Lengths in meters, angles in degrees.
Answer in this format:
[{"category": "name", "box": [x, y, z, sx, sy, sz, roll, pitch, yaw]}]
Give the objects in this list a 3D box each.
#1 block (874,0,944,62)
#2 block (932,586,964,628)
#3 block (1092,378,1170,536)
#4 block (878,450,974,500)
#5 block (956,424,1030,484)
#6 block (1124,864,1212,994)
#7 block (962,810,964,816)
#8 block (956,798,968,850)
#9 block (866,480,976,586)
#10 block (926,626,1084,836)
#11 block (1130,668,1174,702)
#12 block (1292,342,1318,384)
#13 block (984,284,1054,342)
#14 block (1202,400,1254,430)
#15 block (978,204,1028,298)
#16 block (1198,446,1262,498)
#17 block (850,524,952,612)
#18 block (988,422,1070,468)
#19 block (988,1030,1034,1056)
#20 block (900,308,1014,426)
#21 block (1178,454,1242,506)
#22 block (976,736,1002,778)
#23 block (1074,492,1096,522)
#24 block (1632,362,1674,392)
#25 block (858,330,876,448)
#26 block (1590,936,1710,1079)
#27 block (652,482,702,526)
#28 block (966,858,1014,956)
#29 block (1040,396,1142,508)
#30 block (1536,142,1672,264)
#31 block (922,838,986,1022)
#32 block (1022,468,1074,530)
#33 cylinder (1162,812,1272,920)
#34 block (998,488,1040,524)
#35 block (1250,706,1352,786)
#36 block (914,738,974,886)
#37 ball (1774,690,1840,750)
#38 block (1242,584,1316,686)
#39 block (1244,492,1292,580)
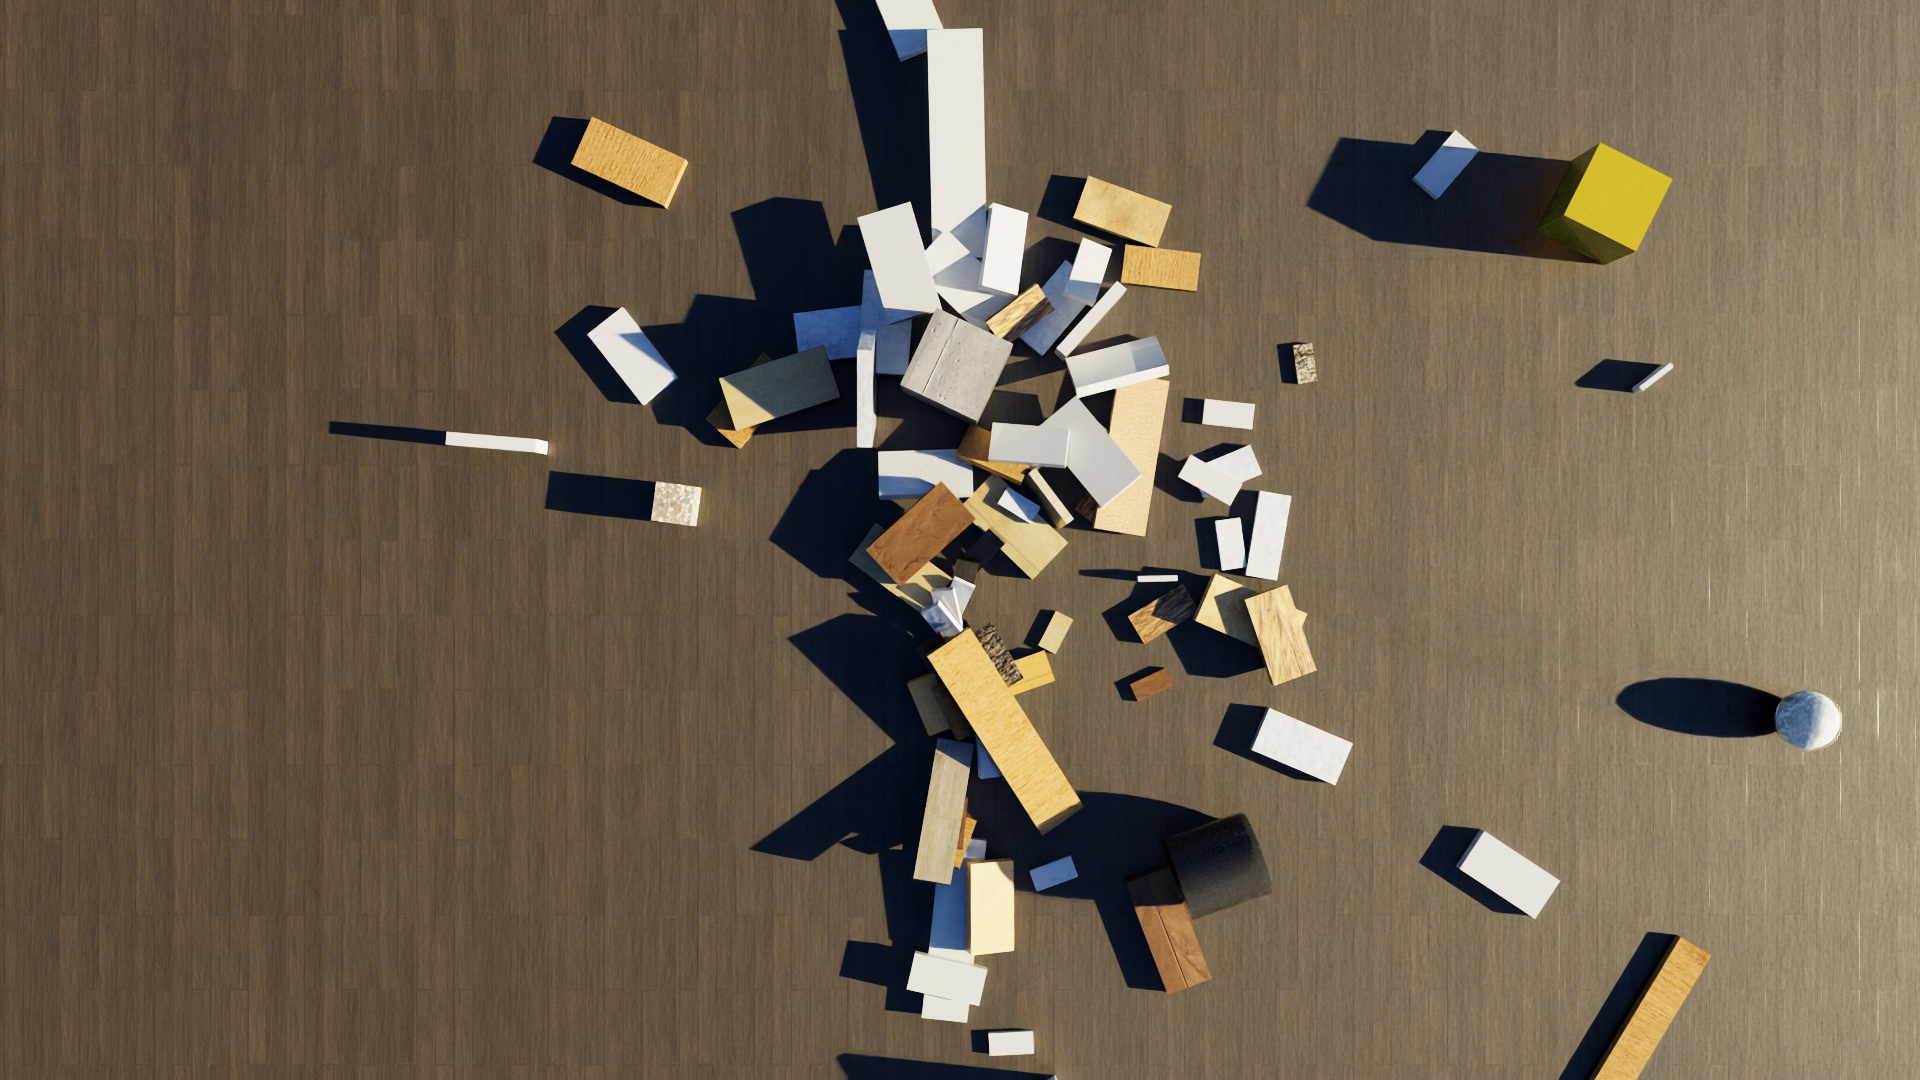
[{"category": "block", "box": [-0.186, -1.783, 5.476, 0.170, 0.048, 0.339, -22, 90, 0]}, {"category": "block", "box": [-0.042, 0.228, 5.447, 0.076, 0.022, 0.152, -5, 117, 16]}, {"category": "block", "box": [0.565, -0.281, 5.459, 0.169, 0.048, 0.520, 9, 87, -4]}, {"category": "block", "box": [-0.113, -0.217, 5.454, 0.309, 0.044, 0.154, -2, 70, 0]}, {"category": "block", "box": [0.117, -0.282, 5.437, 0.236, 0.033, 0.118, 24, 71, 6]}, {"category": "block", "box": [0.690, 1.294, 5.478, 0.156, 0.044, 0.395, -21, 90, 0]}, {"category": "block", "box": [-0.027, 0.826, 5.459, 0.087, 0.025, 0.174, 5, 71, 0]}, {"category": "block", "box": [-0.025, 0.932, 5.445, 0.087, 0.025, 0.174, 6, 59, 0]}, {"category": "block", "box": [-0.128, -0.022, 5.405, 0.336, 0.048, 0.168, -42, 97, 6]}, {"category": "block", "box": [0.148, 0.629, 5.421, 0.168, 0.048, 0.713, -33, 97, -7]}, {"category": "block", "box": [0.637, 0.482, 5.491, 0.130, 0.018, 0.065, -25, 90, 0]}, {"category": "block", "box": [1.147, -0.587, 5.491, 0.064, 0.018, 0.129, -8, 90, 0]}, {"category": "block", "box": [0.197, -0.740, 5.428, 0.209, 0.030, 0.104, -37, 108, 0]}, {"category": "block", "box": [0.892, -0.418, 5.488, 0.166, 0.023, 0.083, 6, 90, 0]}, {"category": "block", "box": [0.142, -0.952, 5.426, 0.126, 0.036, 0.295, 13, 74, -19]}, {"category": "block", "box": [0.885, -0.228, 5.485, 0.209, 0.030, 0.104, -23, 90, 0]}, {"category": "block", "box": [-0.197, 0.097, 5.478, 0.314, 0.044, 0.154, 36, 90, 0]}, {"category": "block", "box": [0.226, -0.309, 5.389, 0.251, 0.036, 0.126, 5, 76, 8]}, {"category": "block", "box": [0.170, 1.673, 5.490, 0.147, 0.021, 0.073, -3, 90, 0]}, {"category": "block", "box": [-0.011, -0.558, 5.365, 0.270, 0.270, 0.270, 25, 90, 0]}, {"category": "block", "box": [0.827, -0.198, 5.459, 0.196, 0.023, 0.083, 29, 90, 0]}, {"category": "block", "box": [0.116, 0.661, 5.462, 0.122, 0.035, 0.244, -5, 93, -14]}, {"category": "block", "box": [0.463, -0.146, 5.489, 0.076, 0.022, 0.170, 38, 90, 0]}, {"category": "block", "box": [2.295, -0.538, 5.468, 0.130, 0.065, 0.018, -38, 90, 0]}, {"category": "block", "box": [-0.302, -0.490, 5.342, 0.048, 0.170, 0.339, 2, 120, 1]}, {"category": "block", "box": [2.283, 1.607, 5.483, 0.118, 0.033, 0.608, 31, 90, 0]}, {"category": "block", "box": [-0.934, -0.119, 5.436, 0.128, 0.128, 0.128, 8, 90, 0]}, {"category": "block", "box": [0.100, 1.210, 5.447, 0.151, 0.043, 0.302, -1, 93, -20]}, {"category": "block", "box": [0.424, -0.288, 5.413, 0.169, 0.048, 0.338, -40, 82, 4]}, {"category": "block", "box": [2.092, -1.090, 5.371, 0.258, 0.258, 0.258, 27, 90, 0]}, {"category": "block", "box": [-0.019, 1.288, 5.479, 0.151, 0.043, 0.605, 6, 90, 0]}, {"category": "block", "box": [0.288, -0.136, 5.446, 0.030, 0.104, 0.209, -37, 90, -14]}, {"category": "cylinder", "box": [0.835, 1.061, 5.363, 0.275, 0.275, 0.275, -19, 90, 0]}, {"category": "block", "box": [0.195, -0.115, 5.443, 0.129, 0.018, 0.064, 32, 90, 0]}, {"category": "block", "box": [1.133, 0.684, 5.479, 0.300, 0.042, 0.150, 23, 90, 0]}, {"category": "block", "box": [-0.052, 0.888, 5.405, 0.122, 0.035, 0.467, 10, 71, 1]}, {"category": "ball", "box": [2.775, 0.589, 5.404, 0.192, 0.192, 0.192, 0, 90, 0]}, {"category": "block", "box": [1.049, 0.311, 5.425, 0.150, 0.042, 0.300, -20, 94, -4]}, {"category": "block", "box": [1.023, -0.014, 5.485, 0.104, 0.030, 0.284, 10, 90, 0]}]
